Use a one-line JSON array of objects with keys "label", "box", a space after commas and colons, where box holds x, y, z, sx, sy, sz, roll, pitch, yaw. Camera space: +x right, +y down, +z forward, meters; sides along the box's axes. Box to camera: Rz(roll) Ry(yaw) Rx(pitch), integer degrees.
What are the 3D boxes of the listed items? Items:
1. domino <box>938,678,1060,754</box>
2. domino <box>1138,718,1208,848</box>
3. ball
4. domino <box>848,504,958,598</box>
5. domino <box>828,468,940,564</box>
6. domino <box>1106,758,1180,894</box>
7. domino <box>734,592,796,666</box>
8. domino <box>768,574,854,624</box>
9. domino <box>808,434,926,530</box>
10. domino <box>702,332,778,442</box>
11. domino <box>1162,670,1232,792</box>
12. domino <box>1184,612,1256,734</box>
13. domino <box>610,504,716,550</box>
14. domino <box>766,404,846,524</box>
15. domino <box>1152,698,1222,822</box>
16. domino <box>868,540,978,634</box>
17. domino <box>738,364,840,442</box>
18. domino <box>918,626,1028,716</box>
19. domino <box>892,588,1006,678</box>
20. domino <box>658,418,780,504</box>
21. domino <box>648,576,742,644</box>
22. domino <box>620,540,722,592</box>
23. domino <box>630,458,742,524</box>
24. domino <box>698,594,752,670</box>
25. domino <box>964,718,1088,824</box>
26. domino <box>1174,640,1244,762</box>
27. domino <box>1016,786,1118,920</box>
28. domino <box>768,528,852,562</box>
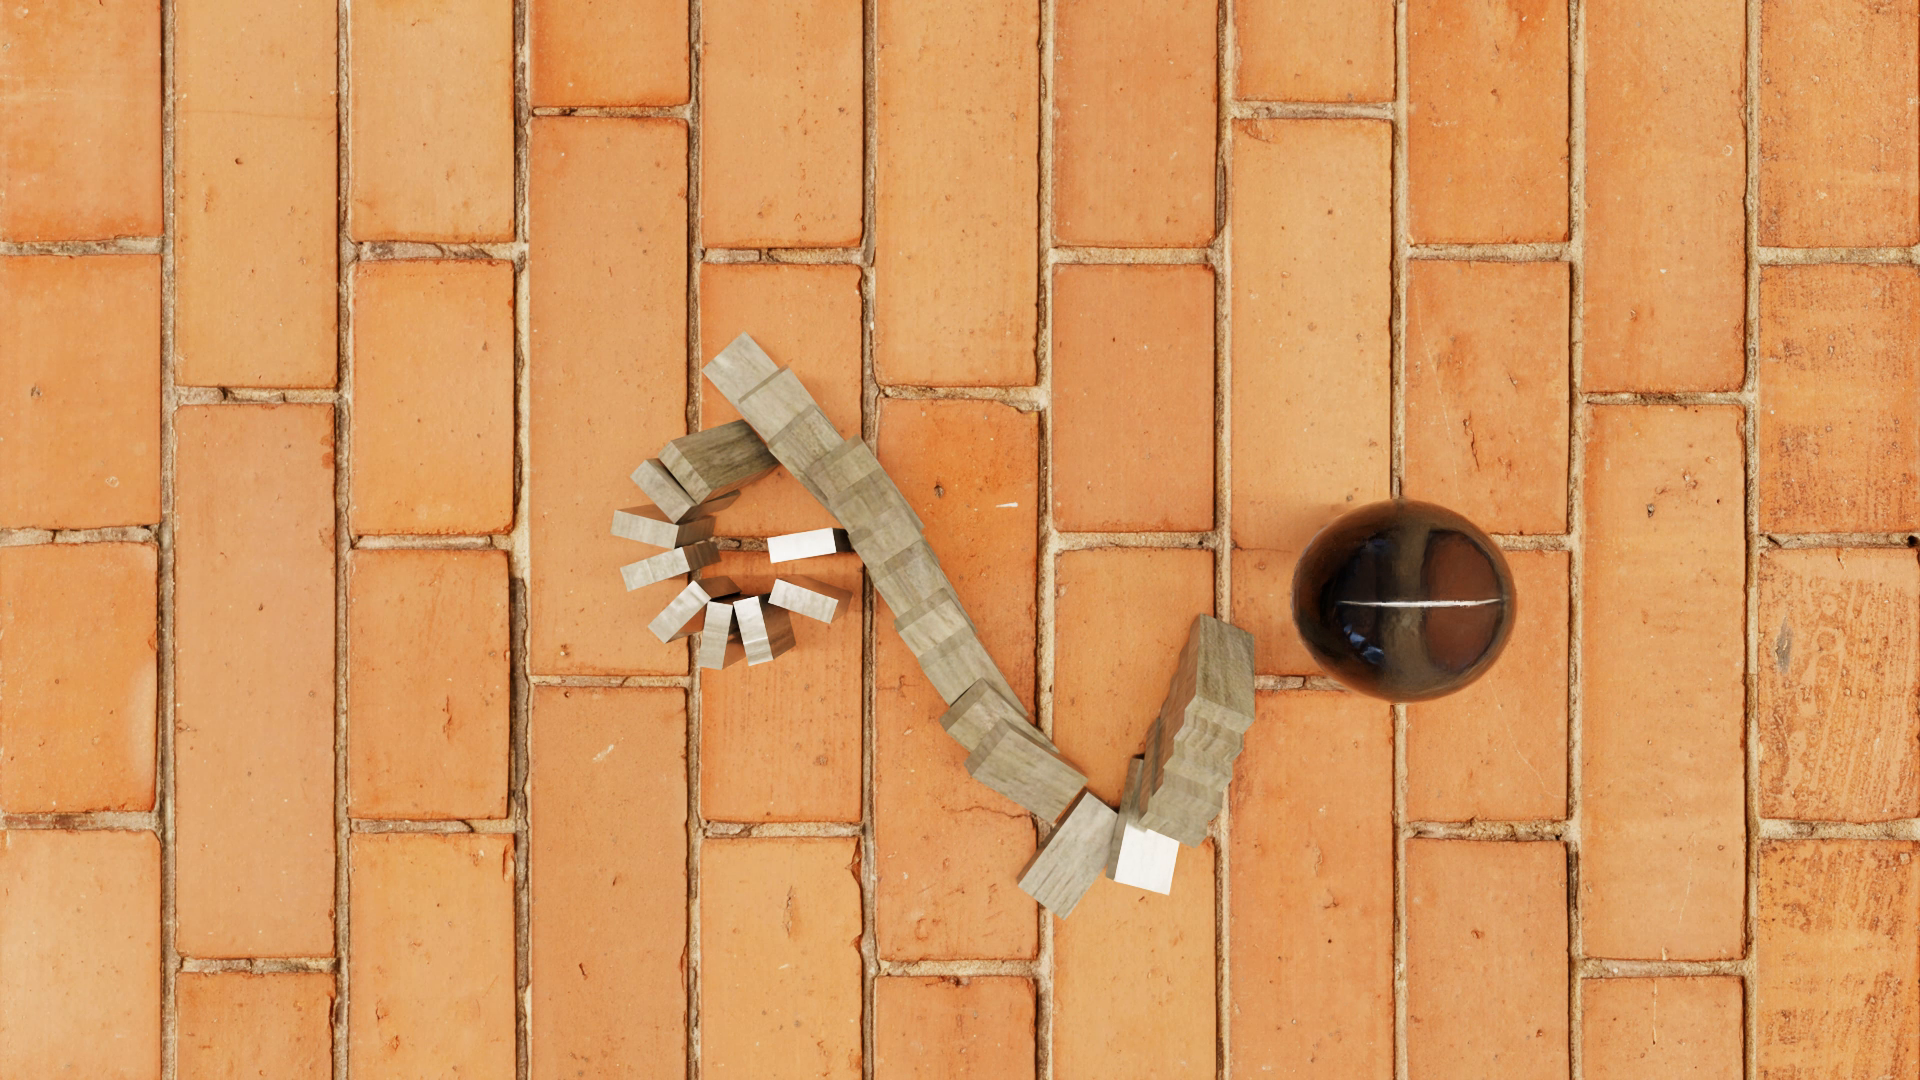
[{"label": "domino", "box": [0.017, 0.082, 0.384, 0.025, 0.009, 0.050, -45, 119, 0]}, {"label": "domino", "box": [0.089, 0.099, 0.378, 0.025, 0.050, 0.010, 23, 129, 0]}, {"label": "ball", "box": [0.172, 0.024, 0.360, 0.080, 0.080, 0.080, 0, 90, 0]}, {"label": "domino", "box": [-0.023, 0.011, 0.381, 0.025, 0.009, 0.050, -32, 125, -2]}, {"label": "domino", "box": [-0.031, -0.003, 0.381, 0.025, 0.009, 0.050, -33, 125, -2]}, {"label": "domino", "box": [0.080, 0.121, 0.387, 0.025, 0.010, 0.050, 18, 76, -11]}, {"label": "domino", "box": [-0.079, 0.035, 0.375, 0.009, 0.050, 0.025, -14, 90, 0]}, {"label": "domino", "box": [-0.060, 0.023, 0.375, 0.025, 0.050, 0.010, 19, 90, 0]}, {"label": "domino", "box": [-0.038, -0.017, 0.382, 0.025, 0.009, 0.050, -35, 125, 0]}, {"label": "domino", "box": [-0.084, -0.062, 0.395, 0.025, 0.010, 0.050, -42, 90, 0]}, {"label": "domino", "box": [0.099, 0.077, 0.378, 0.025, 0.050, 0.010, 23, 129, 0]}, {"label": "domino", "box": [0.108, 0.054, 0.378, 0.025, 0.050, 0.009, 23, 129, 0]}, {"label": "domino", "box": [-0.120, -0.006, 0.375, 0.025, 0.050, 0.009, 14, 96, 0]}, {"label": "domino", "box": [-0.054, -0.030, 0.384, 0.025, 0.010, 0.050, -41, 119, 1]}, {"label": "domino", "box": [0.095, 0.088, 0.378, 0.025, 0.050, 0.009, 23, 129, 0]}, {"label": "domino", "box": [-0.015, 0.026, 0.381, 0.025, 0.009, 0.050, -32, 125, -1]}, {"label": "domino", "box": [-0.067, -0.046, 0.385, 0.025, 0.009, 0.050, -37, 116, -1]}, {"label": "domino", "box": [0.006, 0.061, 0.383, 0.025, 0.009, 0.050, -33, 121, 0]}, {"label": "domino", "box": [-0.004, 0.046, 0.383, 0.025, 0.009, 0.050, -33, 121, 0]}, {"label": "domino", "box": [-0.098, -0.033, 0.376, 0.010, 0.050, 0.025, -40, 90, 27]}, {"label": "domino", "box": [-0.107, 0.028, 0.375, 0.025, 0.050, 0.009, -44, 90, 0]}, {"label": "domino", "box": [-0.117, 0.010, 0.375, 0.025, 0.050, 0.009, -19, 93, 0]}, {"label": "domino", "box": [-0.111, -0.022, 0.375, 0.010, 0.050, 0.025, -44, 90, 13]}, {"label": "domino", "box": [-0.094, 0.037, 0.375, 0.010, 0.050, 0.025, 10, 90, 0]}, {"label": "domino", "box": [0.028, 0.097, 0.383, 0.050, 0.009, 0.025, 37, 94, -29]}, {"label": "domino", "box": [0.103, 0.065, 0.378, 0.025, 0.050, 0.009, 23, 129, 0]}, {"label": "domino", "box": [0.050, 0.135, 0.395, 0.025, 0.009, 0.050, 37, 90, 0]}, {"label": "domino", "box": [-0.060, 0.002, 0.375, 0.025, 0.050, 0.010, -9, 90, 0]}]
